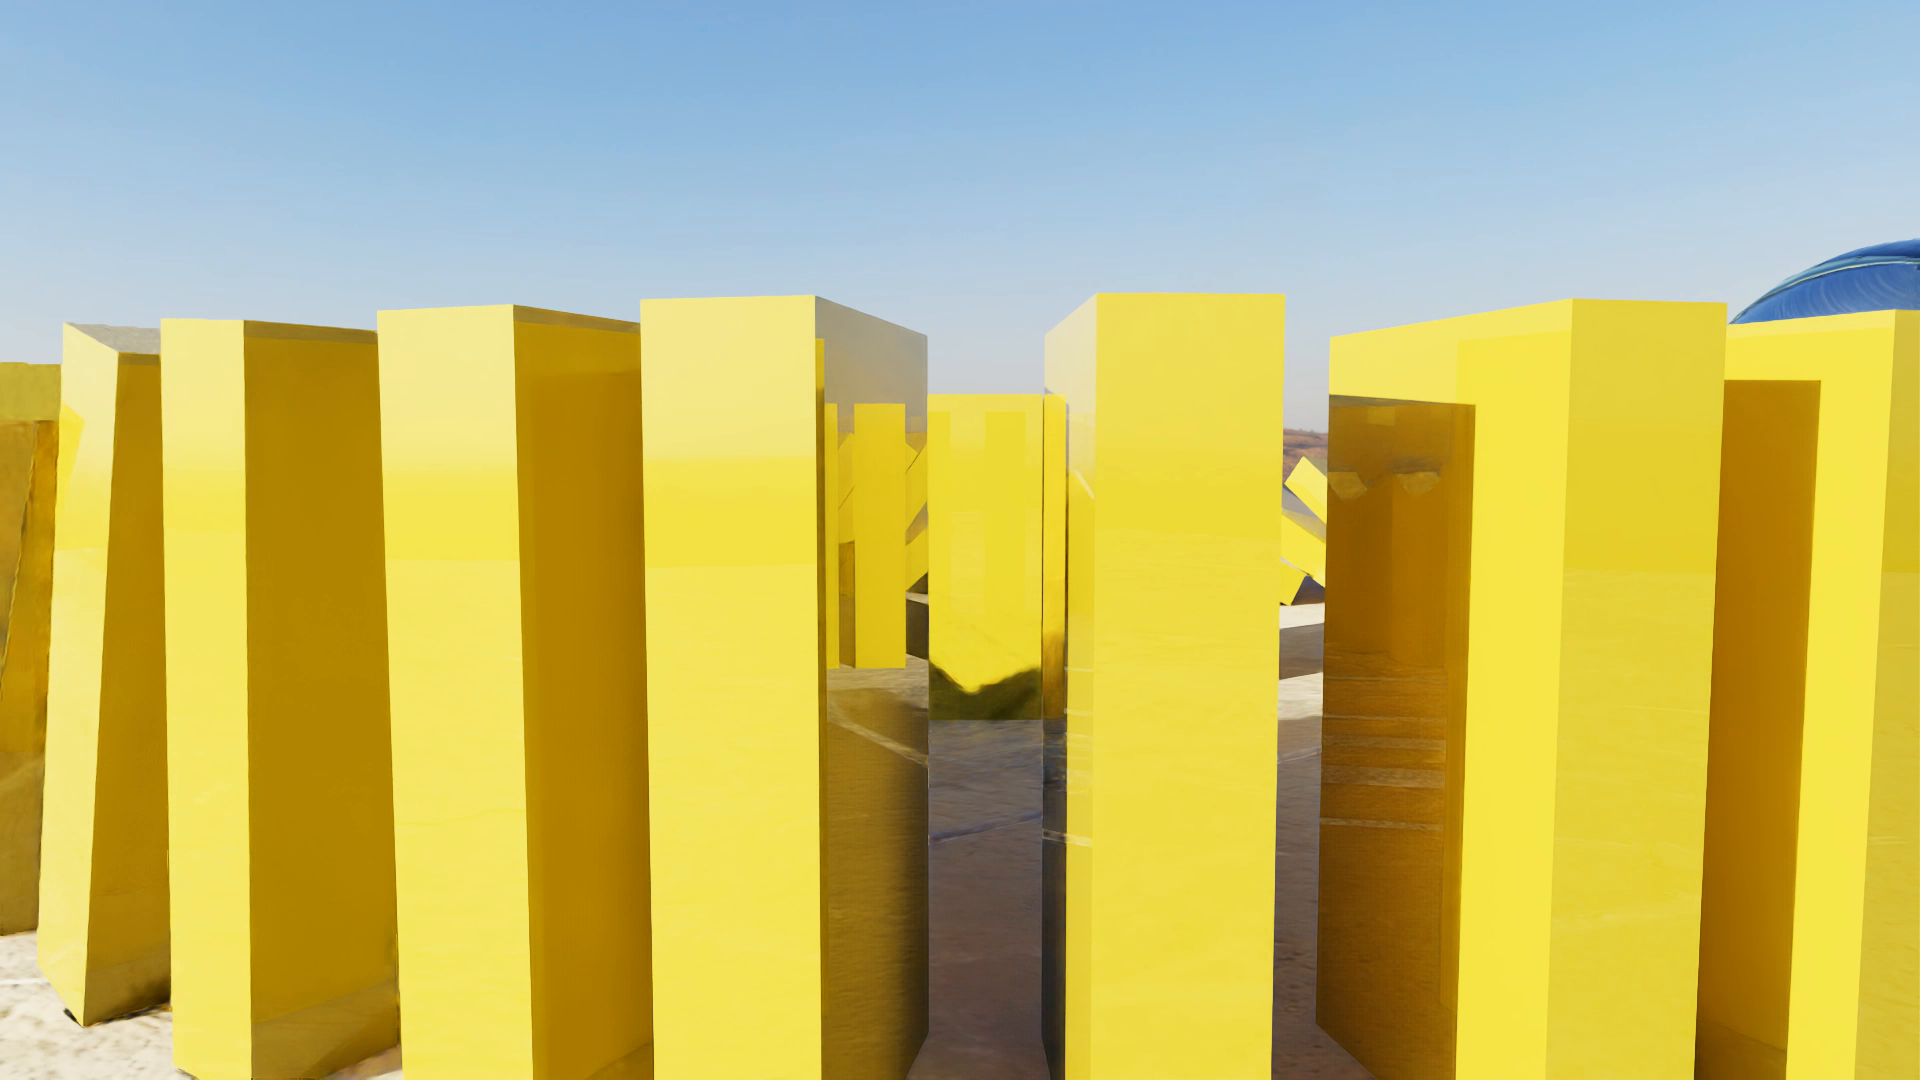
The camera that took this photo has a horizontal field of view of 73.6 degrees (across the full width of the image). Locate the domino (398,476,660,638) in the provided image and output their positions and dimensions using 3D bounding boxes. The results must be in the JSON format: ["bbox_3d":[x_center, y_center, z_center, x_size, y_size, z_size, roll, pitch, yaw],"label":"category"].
[{"bbox_3d":[-0.091,0.004,0.274,0.025,0.010,0.050,3,-28,39],"label":"domino"}]

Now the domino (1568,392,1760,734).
[{"bbox_3d":[0.107,0.003,0.195,0.025,0.050,0.010,-2,5,-19],"label":"domino"}]

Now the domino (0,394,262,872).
[{"bbox_3d":[-0.081,0.010,0.122,0.025,0.050,0.009,-3,39,-31],"label":"domino"}]

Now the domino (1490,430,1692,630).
[{"bbox_3d":[0.151,-0.003,0.307,0.025,0.050,0.010,-4,-32,-39],"label":"domino"}]

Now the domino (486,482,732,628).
[{"bbox_3d":[-0.079,0.004,0.292,0.025,0.010,0.050,4,-26,44],"label":"domino"}]

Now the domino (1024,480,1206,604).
[{"bbox_3d":[0.042,0.000,0.352,0.050,0.010,0.025,29,5,0],"label":"domino"}]

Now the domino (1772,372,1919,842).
[{"bbox_3d":[0.105,0.007,0.139,0.025,0.050,0.010,2,5,23],"label":"domino"}]

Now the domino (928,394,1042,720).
[{"bbox_3d":[0.000,0.002,0.201,0.025,0.050,0.009,0,4,0],"label":"domino"}]

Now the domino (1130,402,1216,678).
[{"bbox_3d":[0.040,-0.001,0.244,0.009,0.050,0.025,0,4,-5],"label":"domino"}]

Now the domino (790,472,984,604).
[{"bbox_3d":[-0.020,-0.001,0.341,0.050,0.010,0.025,32,-5,-12],"label":"domino"}]

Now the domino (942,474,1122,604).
[{"bbox_3d":[0.019,-0.001,0.350,0.050,0.010,0.025,31,3,-4],"label":"domino"}]

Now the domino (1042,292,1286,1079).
[{"bbox_3d":[0.011,0.012,0.078,0.009,0.050,0.025,0,4,-2],"label":"domino"}]

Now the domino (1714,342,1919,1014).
[{"bbox_3d":[0.074,0.010,0.098,0.009,0.050,0.025,-3,5,-35],"label":"domino"}]

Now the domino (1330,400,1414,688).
[{"bbox_3d":[0.076,0.000,0.235,0.010,0.050,0.025,2,5,27],"label":"domino"}]

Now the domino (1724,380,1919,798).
[{"bbox_3d":[0.111,0.006,0.158,0.025,0.050,0.009,1,4,12],"label":"domino"}]

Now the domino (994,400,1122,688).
[{"bbox_3d":[0.017,0.000,0.235,0.009,0.050,0.025,-3,5,-33],"label":"domino"}]

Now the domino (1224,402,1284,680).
[{"bbox_3d":[0.055,-0.001,0.243,0.010,0.050,0.025,1,4,12],"label":"domino"}]

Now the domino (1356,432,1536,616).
[{"bbox_3d":[0.126,-0.005,0.334,0.025,0.050,0.010,-4,-31,-41],"label":"domino"}]

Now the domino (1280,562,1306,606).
[{"bbox_3d":[0.067,0.001,0.349,0.050,0.009,0.025,25,5,1],"label":"domino"}]

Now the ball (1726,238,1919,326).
[{"bbox_3d":[0.177,-0.015,0.239,0.080,0.080,0.080,0,4,0],"label":"ball"}]

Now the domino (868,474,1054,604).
[{"bbox_3d":[0.000,-0.001,0.347,0.050,0.009,0.025,31,0,-8],"label":"domino"}]

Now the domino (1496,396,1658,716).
[{"bbox_3d":[0.101,0.002,0.210,0.025,0.050,0.010,-2,5,-28],"label":"domino"}]

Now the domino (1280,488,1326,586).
[{"bbox_3d":[0.095,-0.001,0.352,0.050,0.010,0.025,39,25,28],"label":"domino"}]

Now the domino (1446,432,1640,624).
[{"bbox_3d":[0.144,-0.004,0.317,0.025,0.050,0.009,-4,-32,-39],"label":"domino"}]

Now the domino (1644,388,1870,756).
[{"bbox_3d":[0.111,0.004,0.180,0.025,0.050,0.009,-1,4,-9],"label":"domino"}]

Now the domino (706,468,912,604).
[{"bbox_3d":[-0.039,-0.001,0.331,0.050,0.010,0.025,34,-13,-21],"label":"domino"}]

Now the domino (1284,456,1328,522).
[{"bbox_3d":[0.114,-0.003,0.348,0.025,0.009,0.050,3,37,-39],"label":"domino"}]

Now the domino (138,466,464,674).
[{"bbox_3d":[-0.110,0.007,0.219,0.025,0.009,0.050,-1,-34,13],"label":"domino"}]

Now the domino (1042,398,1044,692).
[{"bbox_3d":[0.003,0.001,0.221,0.025,0.050,0.009,2,5,26],"label":"domino"}]

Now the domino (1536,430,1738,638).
[{"bbox_3d":[0.158,-0.003,0.297,0.025,0.050,0.010,-4,-32,-39],"label":"domino"}]

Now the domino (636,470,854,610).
[{"bbox_3d":[-0.053,0.000,0.319,0.050,0.009,0.025,37,-19,-30],"label":"domino"}]

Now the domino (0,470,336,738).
[{"bbox_3d":[-0.104,0.010,0.170,0.025,0.010,0.050,0,-36,-6],"label":"domino"}]

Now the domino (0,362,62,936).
[{"bbox_3d":[-0.069,0.010,0.111,0.025,0.050,0.010,-4,34,-42],"label":"domino"}]

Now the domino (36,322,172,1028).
[{"bbox_3d":[-0.055,0.010,0.101,0.010,0.050,0.025,21,16,35],"label":"domino"}]

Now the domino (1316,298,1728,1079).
[{"bbox_3d":[0.034,0.011,0.081,0.009,0.050,0.025,-1,4,-13],"label":"domino"}]

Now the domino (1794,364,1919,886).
[{"bbox_3d":[0.097,0.008,0.124,0.025,0.050,0.010,3,5,31],"label":"domino"}]

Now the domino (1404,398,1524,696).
[{"bbox_3d":[0.089,0.001,0.226,0.010,0.050,0.025,4,6,44],"label":"domino"}]

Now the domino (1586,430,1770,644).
[{"bbox_3d":[0.164,-0.002,0.287,0.025,0.050,0.009,-4,-32,-39],"label":"domino"}]

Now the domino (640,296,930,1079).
[{"bbox_3d":[-0.009,0.012,0.080,0.010,0.050,0.025,1,4,12],"label":"domino"}]

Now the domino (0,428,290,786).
[{"bbox_3d":[-0.097,0.009,0.149,0.025,0.050,0.009,-1,45,-14],"label":"domino"}]

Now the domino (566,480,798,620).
[{"bbox_3d":[-0.066,0.003,0.308,0.050,0.009,0.025,35,-17,-34],"label":"domino"}]

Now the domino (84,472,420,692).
[{"bbox_3d":[-0.109,0.008,0.203,0.025,0.010,0.050,0,-34,4],"label":"domino"}]

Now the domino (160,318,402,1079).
[{"bbox_3d":[-0.042,0.010,0.093,0.009,0.050,0.025,6,7,31],"label":"domino"}]

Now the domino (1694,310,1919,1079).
[{"bbox_3d":[0.052,0.011,0.087,0.009,0.050,0.025,-2,5,-21],"label":"domino"}]

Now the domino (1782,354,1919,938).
[{"bbox_3d":[0.088,0.009,0.111,0.025,0.050,0.010,4,6,40],"label":"domino"}]

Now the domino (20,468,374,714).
[{"bbox_3d":[-0.107,0.009,0.185,0.025,0.009,0.050,0,-36,-2],"label":"domino"}]

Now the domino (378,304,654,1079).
[{"bbox_3d":[-0.024,0.011,0.084,0.009,0.050,0.025,2,5,21],"label":"domino"}]

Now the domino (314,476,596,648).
[{"bbox_3d":[-0.100,0.005,0.257,0.025,0.009,0.050,3,-30,32],"label":"domino"}]

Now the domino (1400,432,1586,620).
[{"bbox_3d":[0.135,-0.005,0.325,0.025,0.050,0.010,-4,-31,-41],"label":"domino"}]

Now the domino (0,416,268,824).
[{"bbox_3d":[-0.091,0.010,0.135,0.025,0.050,0.009,-2,43,-21],"label":"domino"}]

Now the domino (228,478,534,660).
[{"bbox_3d":[-0.107,0.006,0.241,0.025,0.009,0.050,2,-30,26],"label":"domino"}]
